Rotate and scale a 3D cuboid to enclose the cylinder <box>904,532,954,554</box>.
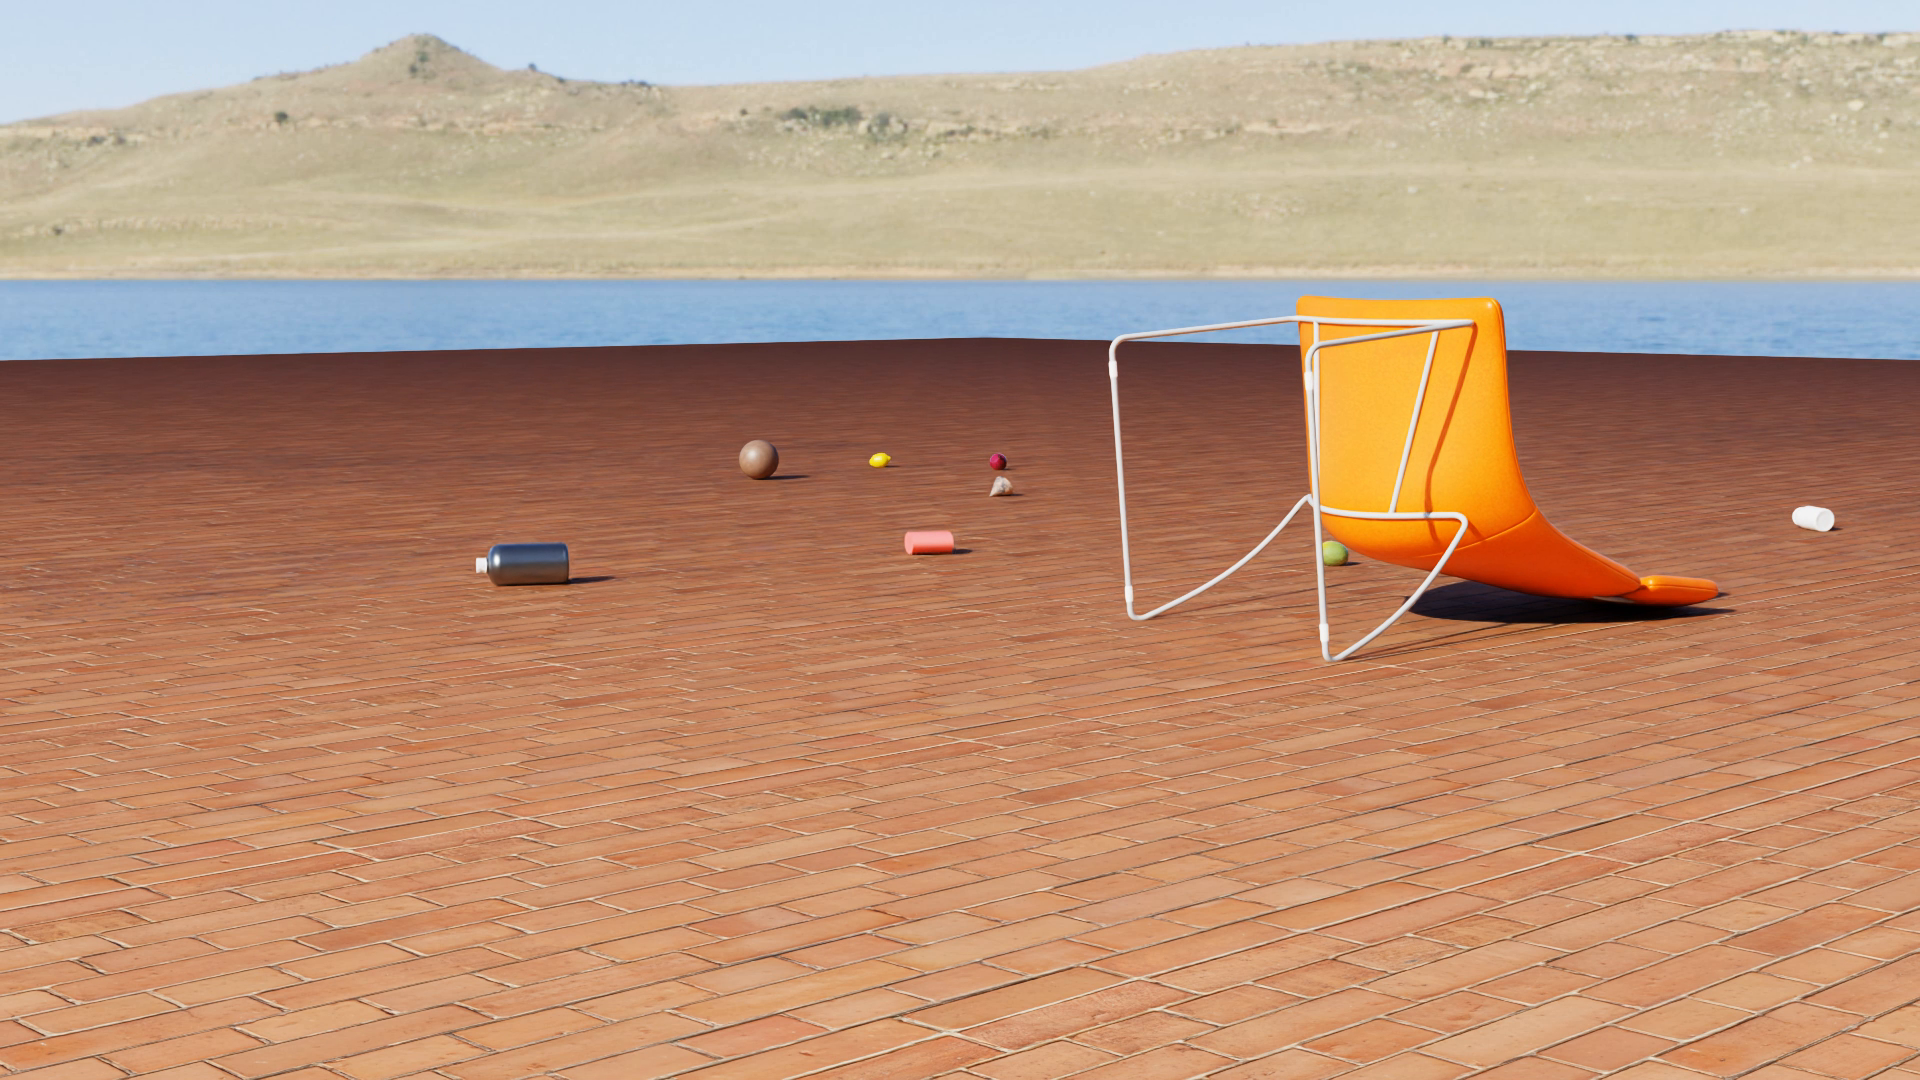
[{"bbox_3d":[-0.074,0.007,6.100,0.097,0.051,0.099,-1,3,-13],"label":"cylinder"}]

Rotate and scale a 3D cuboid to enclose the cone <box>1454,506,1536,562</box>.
[{"bbox_3d":[1.255,-0.020,6.015,0.194,0.121,0.232,2,6,15],"label":"cone"}]

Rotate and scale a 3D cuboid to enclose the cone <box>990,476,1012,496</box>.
[{"bbox_3d":[0.110,-0.146,7.683,0.065,0.066,0.076,-37,20,-29],"label":"cone"}]

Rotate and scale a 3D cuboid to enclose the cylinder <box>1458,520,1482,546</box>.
[{"bbox_3d":[1.248,-0.015,6.247,0.050,0.060,0.074,4,34,31],"label":"cylinder"}]
